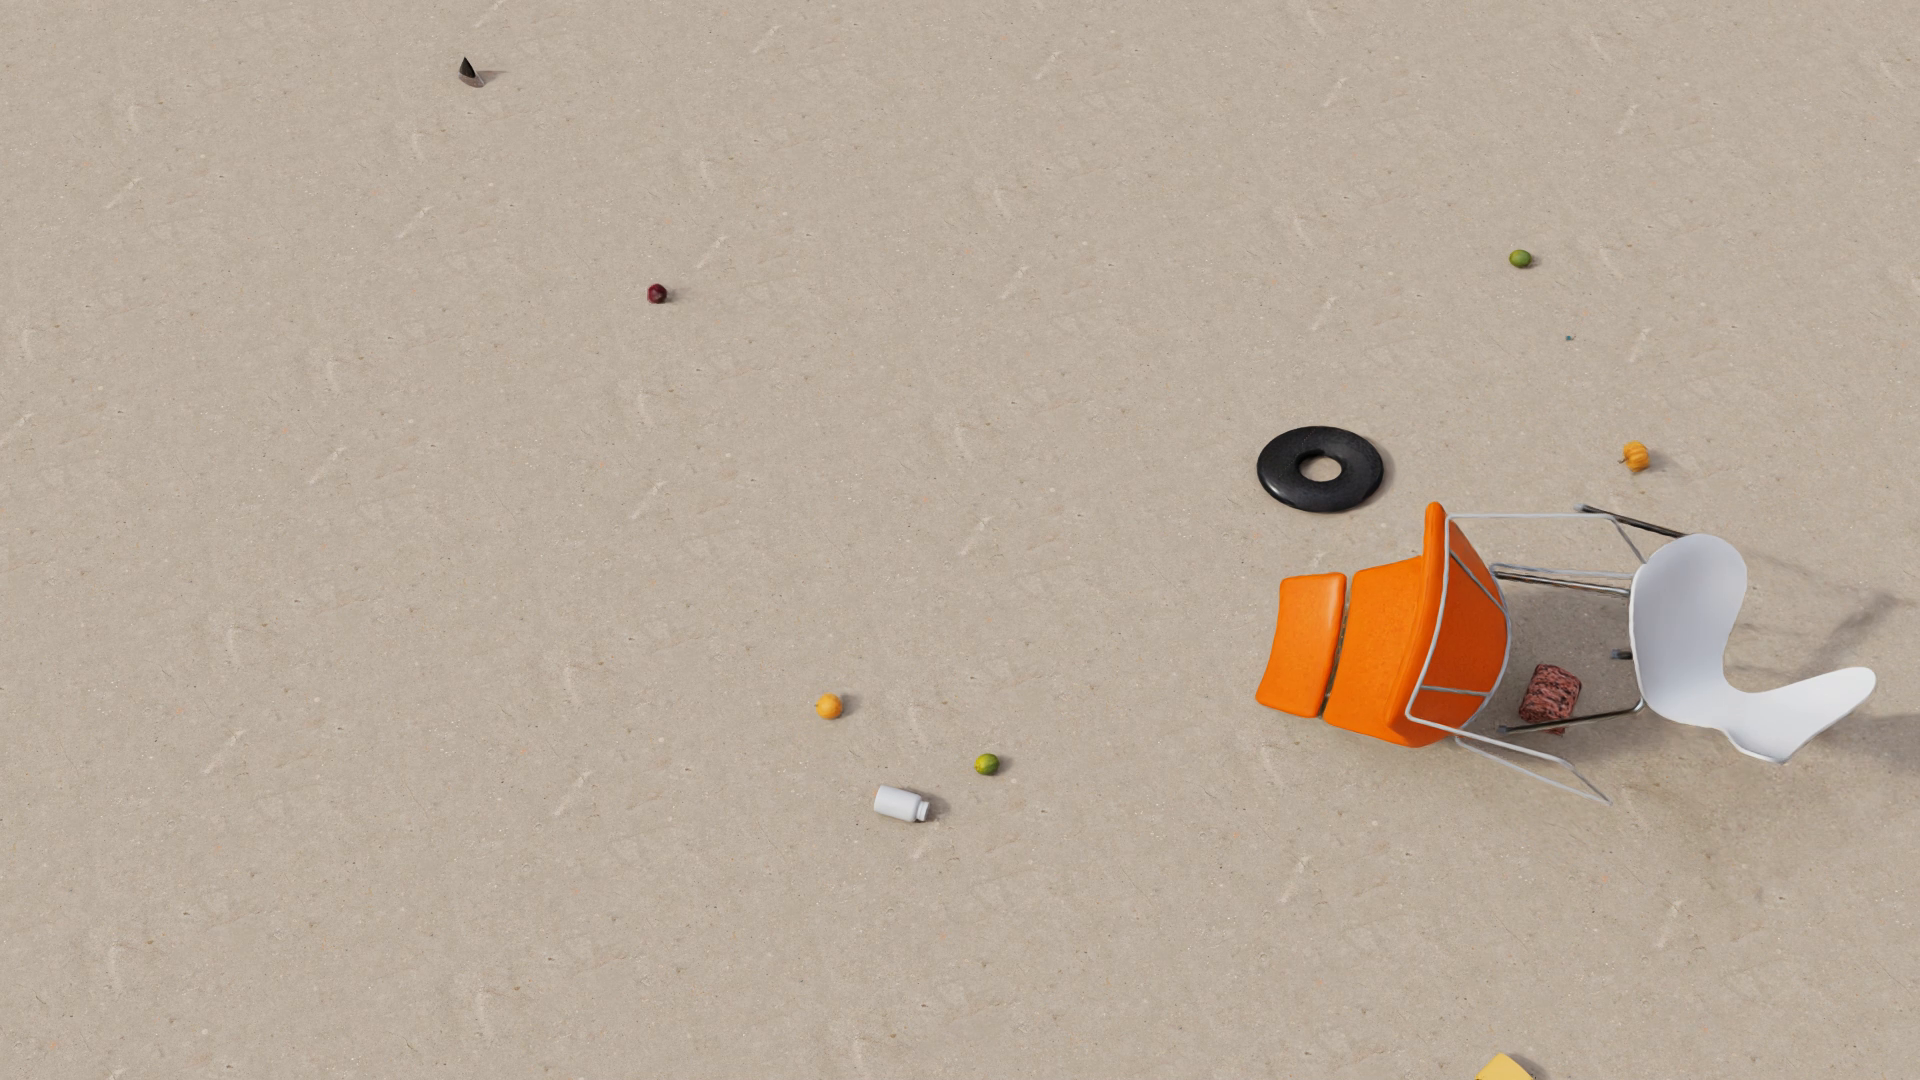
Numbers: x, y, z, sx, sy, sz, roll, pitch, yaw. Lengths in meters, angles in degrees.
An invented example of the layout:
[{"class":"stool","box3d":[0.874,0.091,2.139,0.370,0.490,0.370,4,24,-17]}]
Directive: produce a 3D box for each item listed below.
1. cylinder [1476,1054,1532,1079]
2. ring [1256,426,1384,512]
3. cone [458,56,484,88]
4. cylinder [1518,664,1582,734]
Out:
[{"class":"cylinder","box3d":[1.395,1.384,5.610,0.092,0.058,0.130,-37,59,-22]},{"class":"ring","box3d":[1.094,-0.217,6.681,0.389,0.066,0.314,-5,57,-4]},{"class":"cone","box3d":[-1.702,-1.633,7.603,0.121,0.110,0.053,32,62,20]},{"class":"cylinder","box3d":[1.669,0.449,6.218,0.138,0.088,0.163,27,60,6]}]
